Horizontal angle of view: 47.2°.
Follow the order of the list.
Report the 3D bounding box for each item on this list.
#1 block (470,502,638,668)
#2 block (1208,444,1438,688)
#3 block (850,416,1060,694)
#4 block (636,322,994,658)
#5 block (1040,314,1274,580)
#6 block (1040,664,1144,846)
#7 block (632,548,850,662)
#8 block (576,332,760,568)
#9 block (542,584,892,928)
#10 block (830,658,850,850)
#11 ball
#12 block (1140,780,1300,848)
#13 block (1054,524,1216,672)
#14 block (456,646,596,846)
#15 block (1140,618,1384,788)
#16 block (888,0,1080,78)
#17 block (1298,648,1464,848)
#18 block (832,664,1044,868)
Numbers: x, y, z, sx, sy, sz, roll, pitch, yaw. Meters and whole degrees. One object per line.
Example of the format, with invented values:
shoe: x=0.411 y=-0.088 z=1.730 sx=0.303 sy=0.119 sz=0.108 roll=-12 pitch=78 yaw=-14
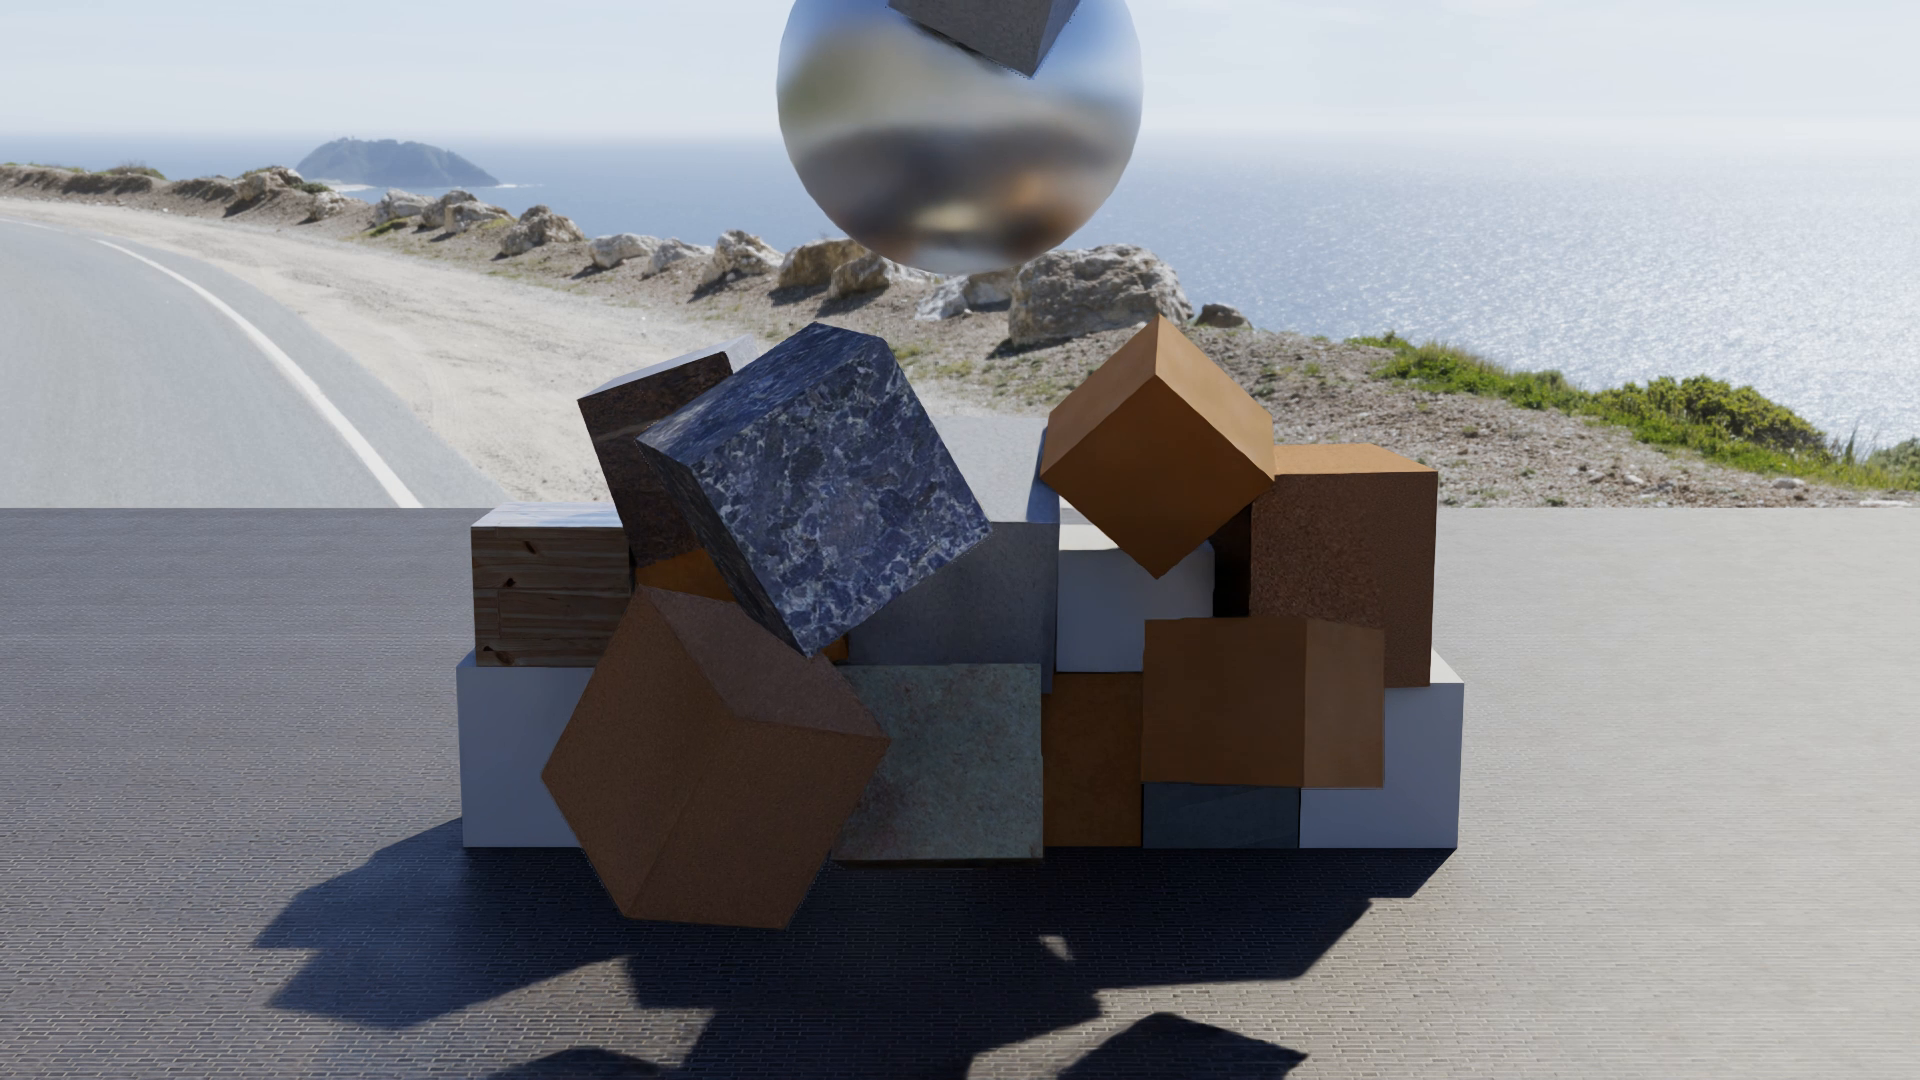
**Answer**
block: x=-2.007 y=0.215 z=11.206 sx=0.775 sy=0.707 sz=0.739 roll=0 pitch=10 yaw=1
block: x=1.784 y=0.116 z=11.150 sx=0.924 sy=1.071 sz=1.007 roll=-1 pitch=10 yaw=-8
block: x=-0.022 y=0.061 z=10.865 sx=0.988 sy=1.007 sz=0.934 roll=2 pitch=34 yaw=1
block: x=-0.520 y=-0.197 z=7.664 sx=0.776 sy=0.778 sz=0.790 roll=-35 pitch=19 yaw=-12
block: x=0.955 y=-0.451 z=10.577 sx=0.784 sy=0.768 sz=0.672 roll=40 pitch=27 yaw=-16
block: x=0.493 y=1.034 z=11.382 sx=0.835 sy=0.892 sz=0.782 roll=0 pitch=10 yaw=0
block: x=-1.062 y=0.280 z=11.201 sx=0.868 sy=0.744 sz=0.904 roll=-18 pitch=10 yaw=4
block: x=-1.320 y=-0.464 z=11.012 sx=0.764 sy=0.871 sz=0.841 roll=-18 pitch=10 yaw=7
block: x=-0.960 y=0.847 z=8.529 sx=0.751 sy=0.924 sz=0.862 roll=13 pitch=24 yaw=-41
block: x=-0.389 y=1.034 z=11.368 sx=0.918 sy=0.898 sz=0.842 roll=0 pitch=10 yaw=0
ball: x=0.000 y=-1.956 z=9.544 sx=1.600 sy=1.600 sz=1.600 roll=0 pitch=10 yaw=0
block: x=1.308 y=1.065 z=11.375 sx=0.775 sy=0.835 sz=0.821 roll=0 pitch=10 yaw=0
block: x=0.868 y=0.290 z=11.251 sx=0.773 sy=0.617 sz=0.715 roll=1 pitch=10 yaw=0
block: x=-2.124 y=1.021 z=11.352 sx=0.751 sy=0.930 sz=0.748 roll=0 pitch=10 yaw=0
block: x=1.252 y=0.675 z=9.040 sx=0.716 sy=0.655 sz=0.774 roll=-2 pitch=-7 yaw=33
block: x=0.164 y=-2.308 z=8.484 sx=0.641 sy=0.543 sz=0.641 roll=28 pitch=-26 yaw=5
block: x=2.103 y=1.058 z=11.354 sx=0.794 sy=0.855 sz=0.771 roll=0 pitch=10 yaw=0
block: x=-0.084 y=0.964 z=9.232 sx=0.844 sy=0.777 sz=0.853 roll=-1 pitch=-11 yaw=1
